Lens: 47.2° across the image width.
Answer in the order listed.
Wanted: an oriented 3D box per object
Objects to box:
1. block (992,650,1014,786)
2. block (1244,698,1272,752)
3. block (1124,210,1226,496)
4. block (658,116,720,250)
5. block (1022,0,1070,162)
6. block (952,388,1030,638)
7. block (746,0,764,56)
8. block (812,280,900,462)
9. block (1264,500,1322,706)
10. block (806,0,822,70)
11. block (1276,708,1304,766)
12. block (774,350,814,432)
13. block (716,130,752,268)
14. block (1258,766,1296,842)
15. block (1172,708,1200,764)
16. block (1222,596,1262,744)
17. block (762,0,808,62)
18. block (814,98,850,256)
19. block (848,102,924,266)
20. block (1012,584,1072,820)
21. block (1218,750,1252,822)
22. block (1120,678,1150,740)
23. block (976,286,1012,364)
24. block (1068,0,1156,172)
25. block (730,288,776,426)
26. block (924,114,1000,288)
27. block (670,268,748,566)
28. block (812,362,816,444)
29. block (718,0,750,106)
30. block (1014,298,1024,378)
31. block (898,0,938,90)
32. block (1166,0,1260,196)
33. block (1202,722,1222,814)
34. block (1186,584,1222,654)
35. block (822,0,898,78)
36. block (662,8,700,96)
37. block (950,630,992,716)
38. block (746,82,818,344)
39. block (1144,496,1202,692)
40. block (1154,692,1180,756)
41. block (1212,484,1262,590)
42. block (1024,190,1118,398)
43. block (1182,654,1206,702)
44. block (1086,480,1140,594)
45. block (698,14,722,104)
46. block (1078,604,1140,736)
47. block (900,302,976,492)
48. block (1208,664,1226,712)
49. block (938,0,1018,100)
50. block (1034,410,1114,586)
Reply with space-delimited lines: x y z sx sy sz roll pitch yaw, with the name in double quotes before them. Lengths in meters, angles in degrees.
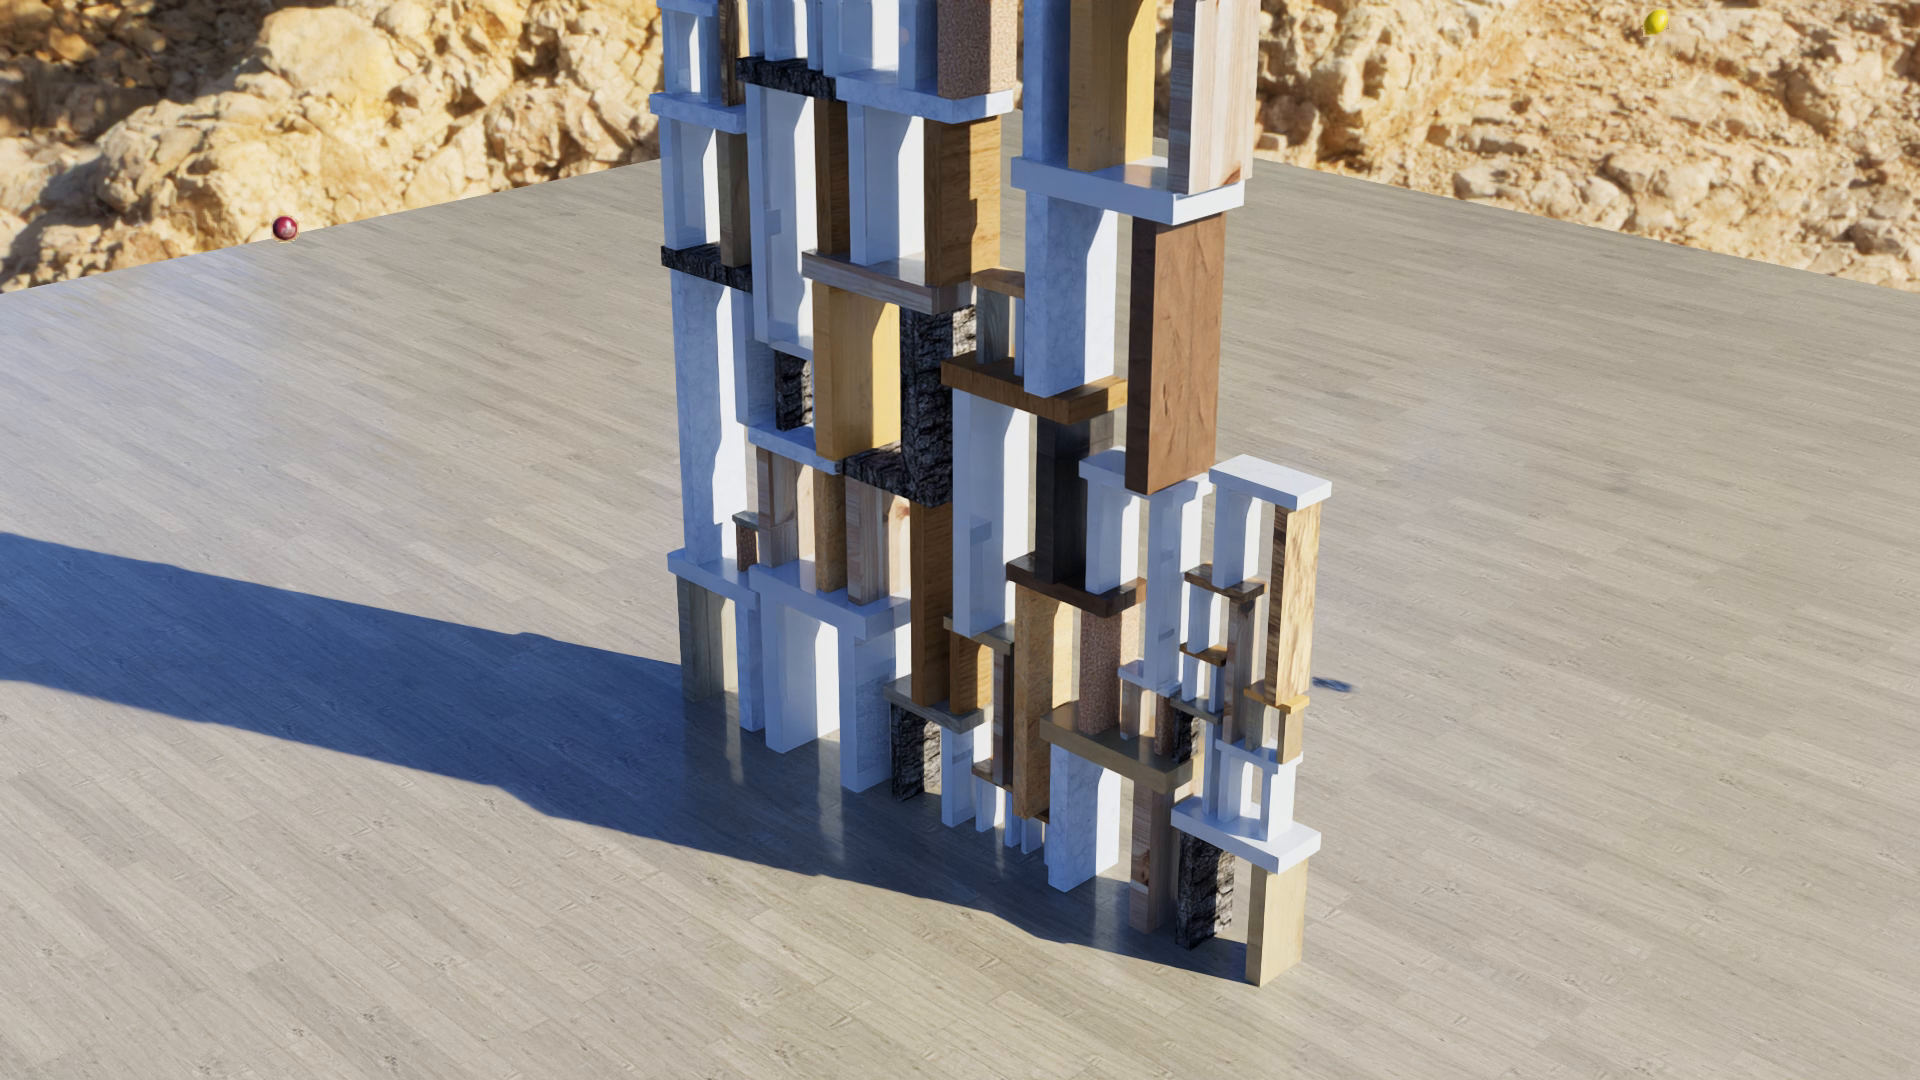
"block" 0.105 0.331 4.256 0.025 0.287 0.089 21 31 41
"block" 0.516 0.310 3.796 0.014 0.101 0.050 21 31 41
"block" 0.361 -0.324 3.688 0.179 0.473 0.051 -22 31 -40
"block" -0.544 -0.741 4.500 0.039 0.272 0.136 21 31 41
"block" 0.174 -0.834 3.674 0.152 0.376 0.043 -22 31 -40
"block" 0.058 -0.068 4.136 0.044 0.490 0.157 21 31 40
"block" -0.375 -0.995 4.205 0.018 0.130 0.065 19 29 40
"block" -0.201 -0.346 4.279 0.177 0.354 0.050 -21 30 -40
"block" 0.554 0.099 3.667 0.026 0.360 0.091 21 31 41
"block" -0.242 -0.972 4.082 0.092 0.184 0.026 -21 30 -41
"block" 0.563 0.329 3.752 0.014 0.101 0.050 21 31 41
"block" -0.334 -0.313 4.463 0.085 0.170 0.024 -21 31 -40
"block" -0.417 -0.691 4.381 0.039 0.272 0.136 21 31 41
"block" 0.552 0.450 3.822 0.020 0.138 0.069 21 31 41
"block" 0.404 0.341 3.927 0.054 0.108 0.015 -21 31 -41
"block" 0.486 0.218 3.790 0.065 0.274 0.018 -21 31 -41
"block" -0.330 -1.006 4.162 0.026 0.184 0.092 20 30 41
"block" -0.205 -0.697 4.152 0.146 0.293 0.041 -21 31 -40
"block" -0.136 -0.673 4.084 0.043 0.301 0.150 21 31 41
"block" 0.157 0.292 4.180 0.035 0.488 0.122 21 31 40
"block" 0.487 0.424 3.882 0.069 0.138 0.020 -21 31 -41
"block" 0.320 0.300 4.008 0.017 0.121 0.060 21 31 40
"block" 0.062 -0.396 3.983 0.020 0.144 0.072 22 31 40
"block" 0.251 -0.778 3.614 0.160 0.319 0.045 -22 31 -40
"block" -0.395 -0.389 4.490 0.041 0.288 0.144 21 31 41
"block" 0.005 -0.617 3.952 0.043 0.301 0.150 21 31 40
"block" -0.531 -0.271 4.686 0.041 0.657 0.144 21 31 41
"block" -0.254 -0.282 4.389 0.024 0.170 0.085 21 31 41
"block" -0.436 -0.971 4.287 0.018 0.239 0.065 21 30 41
"block" 0.130 -0.369 3.921 0.020 0.144 0.072 22 32 40
"block" -0.039 -0.956 3.867 0.043 0.305 0.153 22 31 40
"block" 0.401 -0.720 3.475 0.160 0.319 0.045 -22 31 -40
"block" 0.455 0.395 3.895 0.015 0.182 0.054 21 31 41
"block" 0.424 0.128 3.818 0.018 0.130 0.065 21 31 41
"block" -0.180 -1.009 4.004 0.153 0.314 0.043 -21 31 -40
"block" -0.554 -0.984 4.409 0.024 0.169 0.085 22 31 40
"block" 0.021 0.248 4.311 0.089 0.178 0.025 -21 31 -41
"block" -0.343 -0.651 4.323 0.041 0.512 0.146 21 31 40
"block" 0.373 0.086 3.860 0.030 0.355 0.107 21 31 40
"block" 0.377 0.322 3.956 0.060 0.121 0.017 -21 31 -41
"block" 0.468 -0.017 3.712 0.091 0.183 0.026 -21 31 -41
"block" 0.192 -0.443 3.821 0.051 0.358 0.179 21 31 40
"block" 0.412 0.235 3.881 0.013 0.092 0.046 21 31 41
"block" 0.273 -0.019 3.926 0.030 0.213 0.107 21 31 40
"block" -0.474 -0.953 4.336 0.024 0.169 0.085 22 31 40
"block" 0.273 0.225 4.026 0.035 0.245 0.122 21 31 41
"block" -0.031 -0.282 4.129 0.177 0.354 0.050 -21 31 -41
"block" 0.455 0.252 3.841 0.046 0.092 0.013 -21 31 -41
"block" 0.031 -0.925 3.794 0.043 0.304 0.152 22 31 40
"block" 0.207 -0.091 3.965 0.044 0.314 0.157 21 31 40
